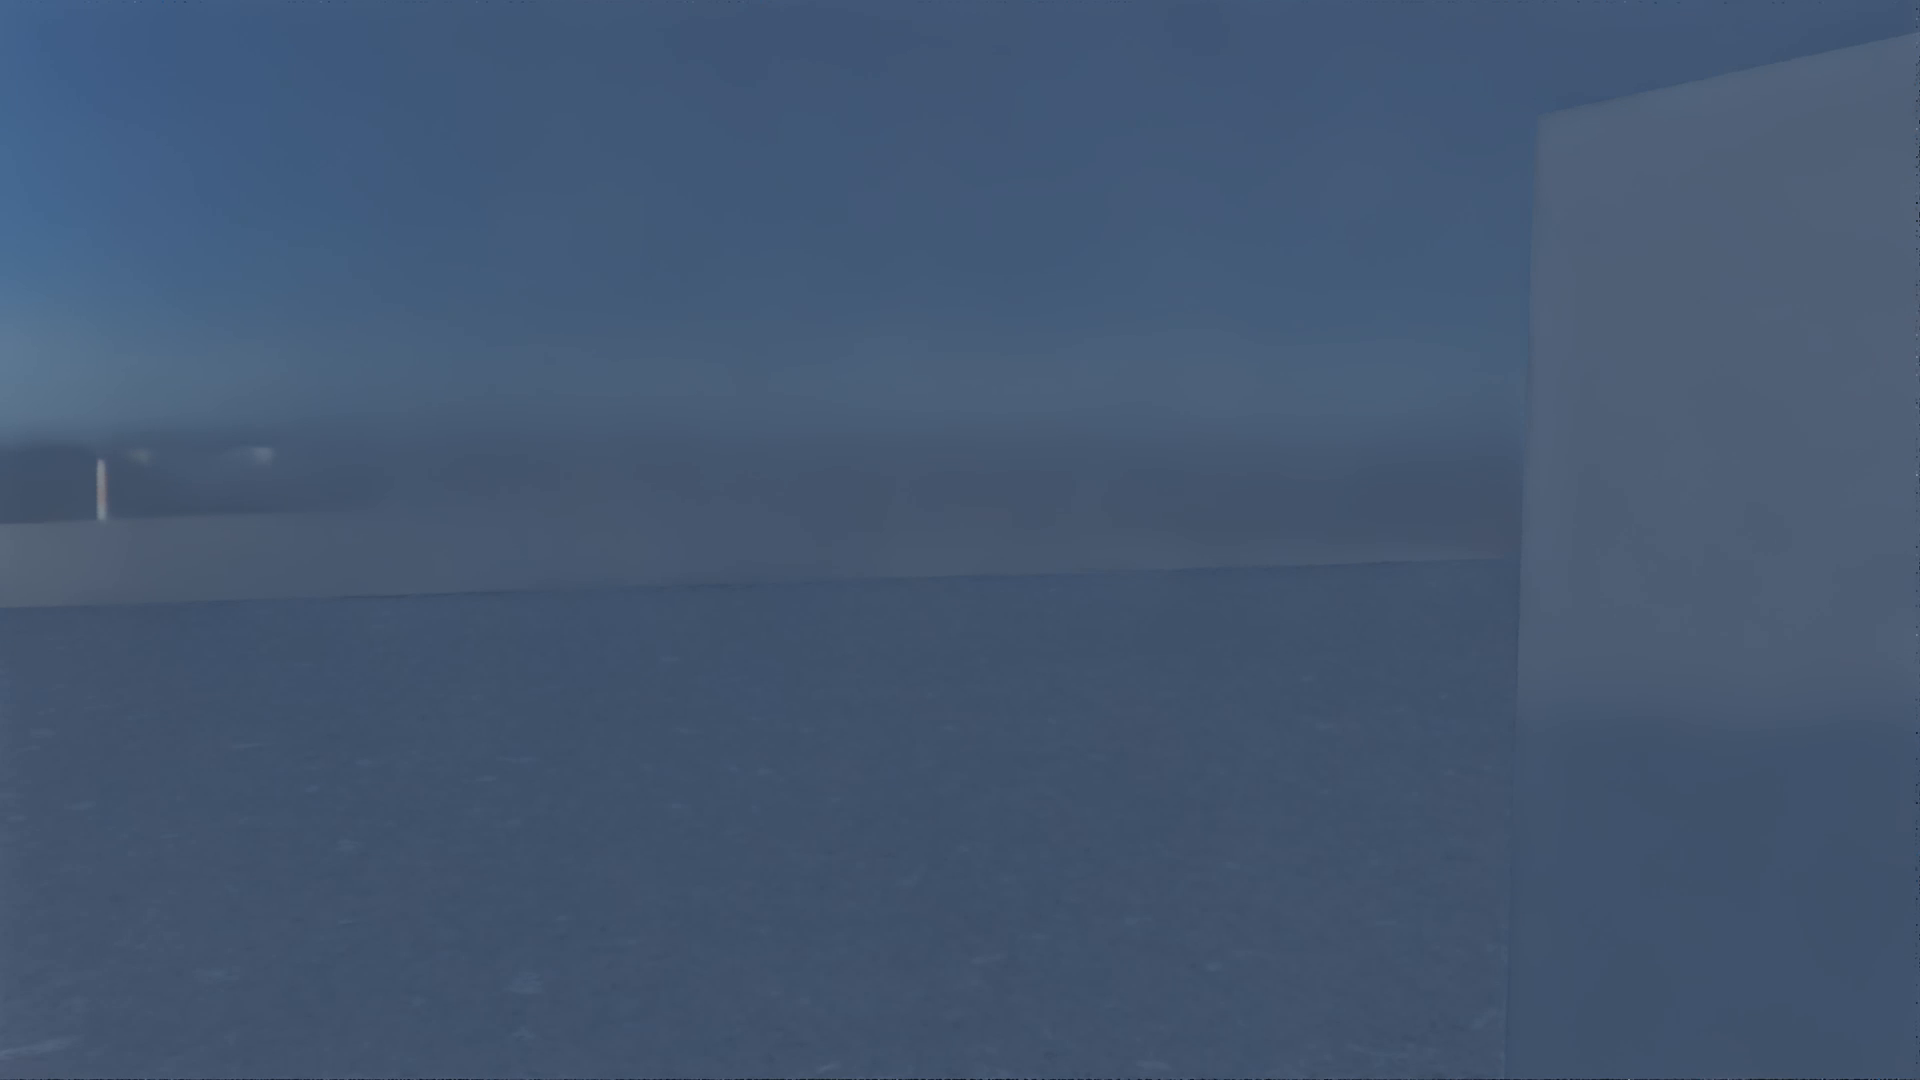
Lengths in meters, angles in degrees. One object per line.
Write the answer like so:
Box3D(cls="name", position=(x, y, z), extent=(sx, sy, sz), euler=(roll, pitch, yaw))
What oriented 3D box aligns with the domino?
Box3D(cls="domino", position=(0.005, 0.017, 0.006), extent=(0.025, 0.050, 0.009), euler=(3, 5, 34))
